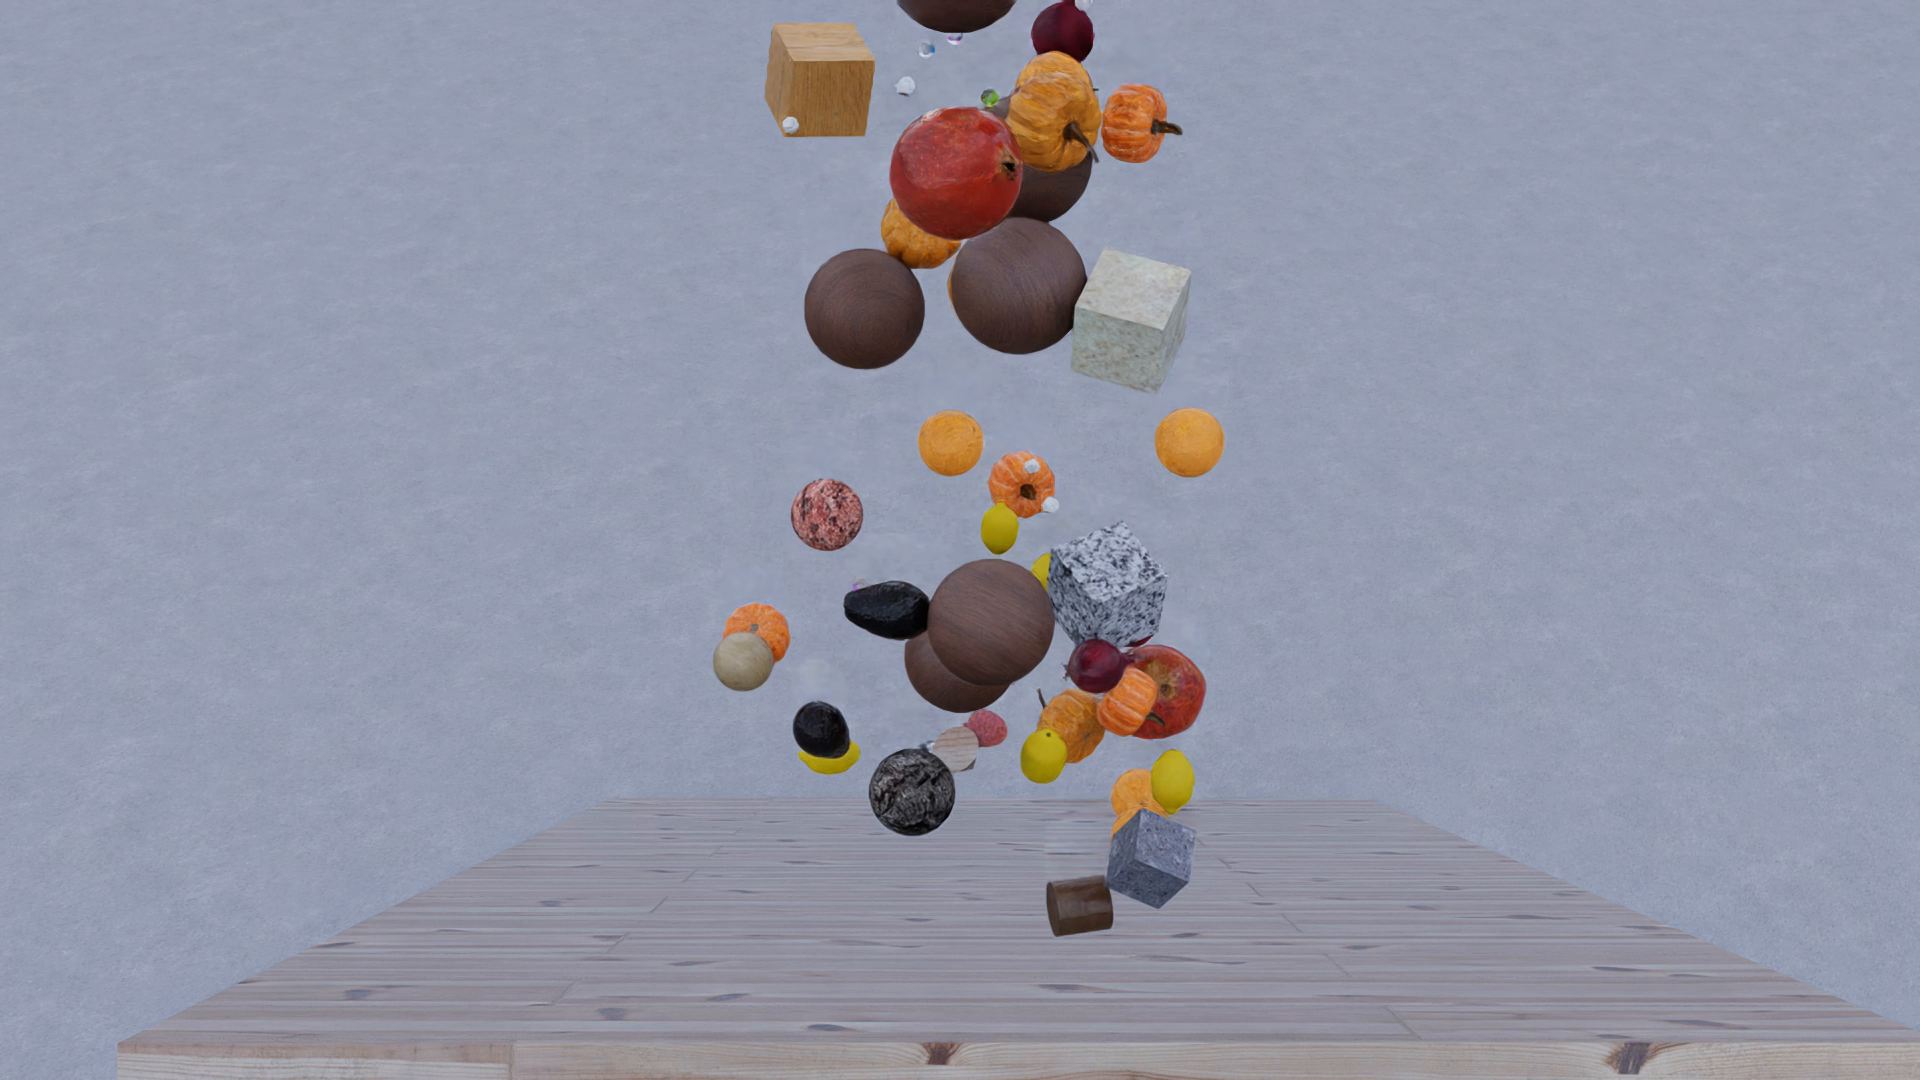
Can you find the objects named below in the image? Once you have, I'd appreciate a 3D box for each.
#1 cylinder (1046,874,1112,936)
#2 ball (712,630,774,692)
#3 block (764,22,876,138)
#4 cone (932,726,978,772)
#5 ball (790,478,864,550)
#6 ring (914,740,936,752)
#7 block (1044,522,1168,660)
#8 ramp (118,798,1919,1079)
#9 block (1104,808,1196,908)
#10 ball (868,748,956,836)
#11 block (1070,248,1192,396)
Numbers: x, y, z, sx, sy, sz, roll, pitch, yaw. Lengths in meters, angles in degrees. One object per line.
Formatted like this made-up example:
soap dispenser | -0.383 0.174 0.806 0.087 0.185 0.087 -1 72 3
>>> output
cylinder | 0.130 0.398 2.832 0.060 0.060 0.060 -7 36 -11
ball | -0.243 0.136 2.910 0.068 0.068 0.068 0 35 0
block | -0.147 -0.479 2.702 0.087 0.087 0.087 -4 39 -19
cone | 0.004 0.235 2.781 0.053 0.053 0.053 -10 59 18
ball | -0.139 -0.027 2.714 0.075 0.075 0.075 0 35 0
ring | -0.056 0.264 3.134 0.078 0.026 0.078 -22 -4 -1
block | 0.156 0.055 2.798 0.090 0.090 0.090 -21 52 -23
ramp | 0.078 0.666 4.841 2.000 0.100 4.000 0 -2 0
block | 0.202 0.338 2.760 0.066 0.066 0.066 24 49 -13
ball | -0.049 0.260 2.677 0.089 0.089 0.089 0 35 0
block | 0.161 -0.207 2.454 0.086 0.086 0.086 16 51 13
